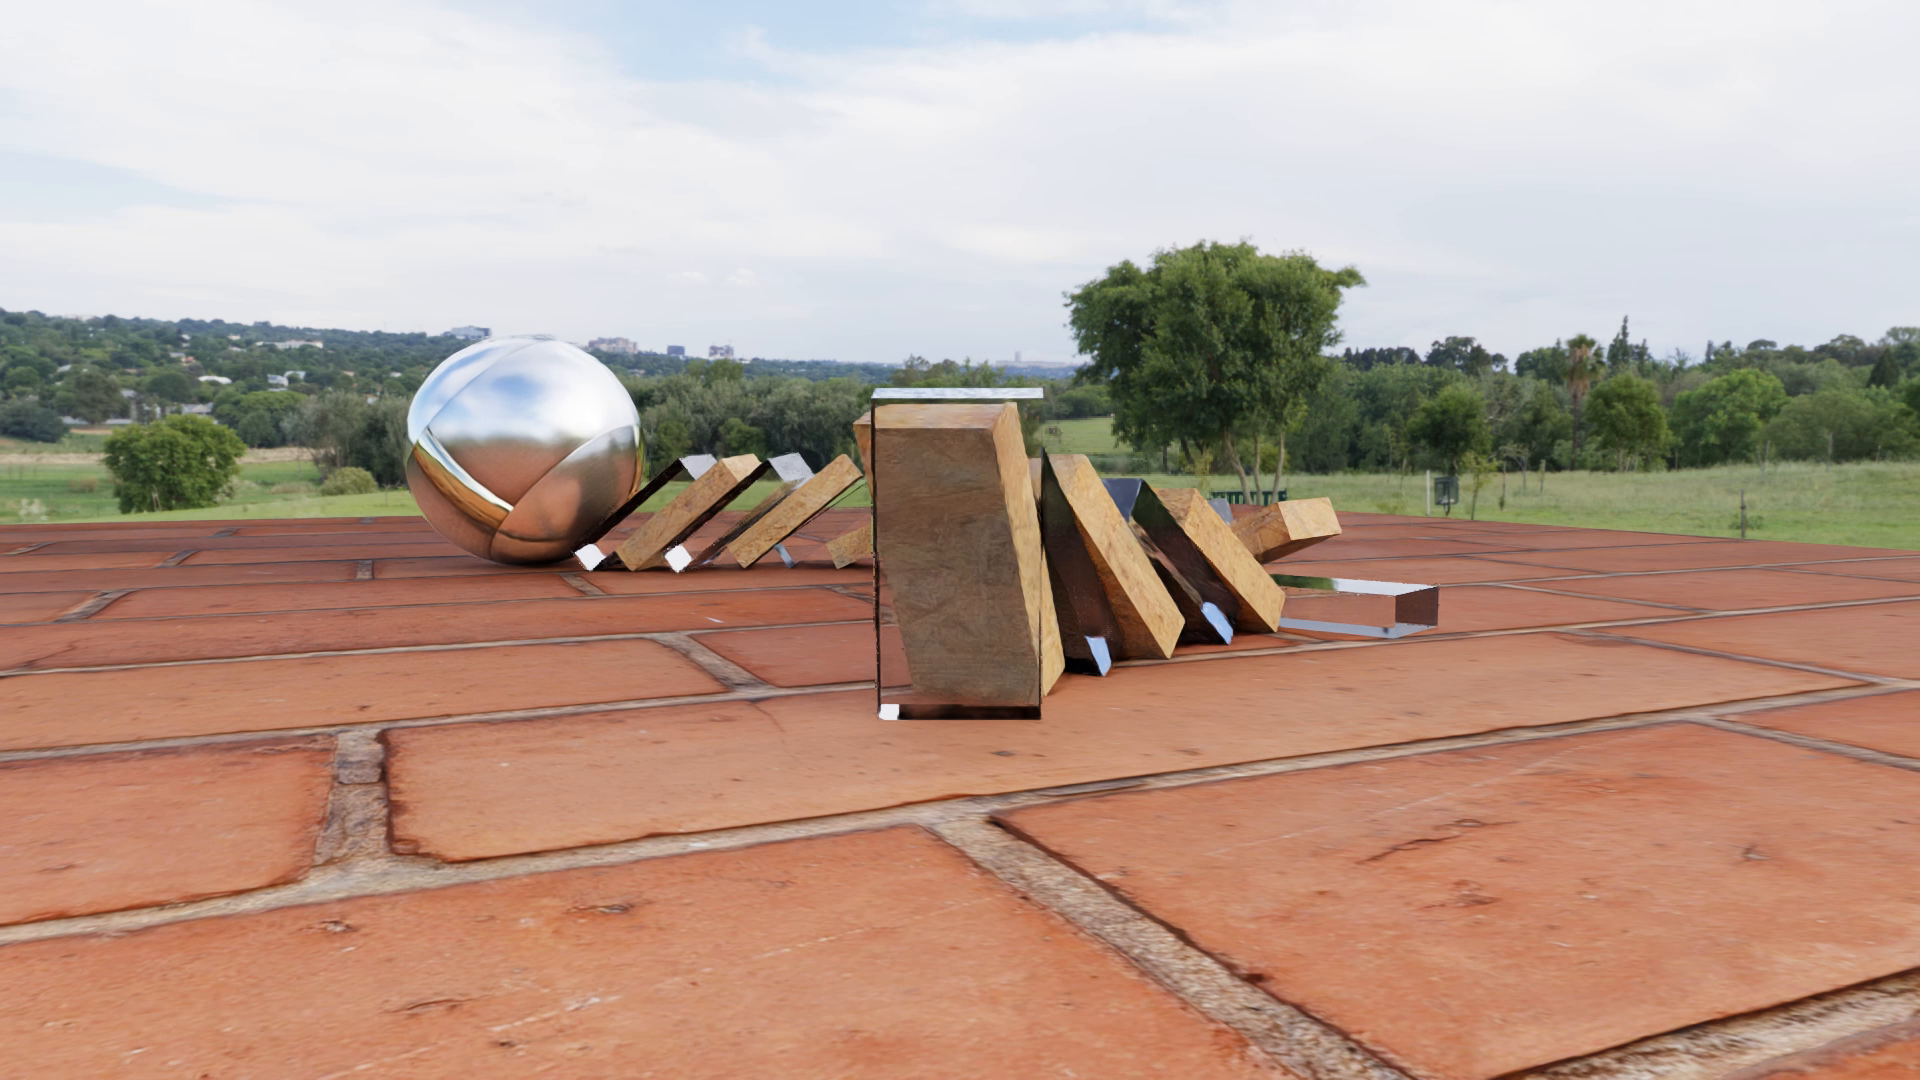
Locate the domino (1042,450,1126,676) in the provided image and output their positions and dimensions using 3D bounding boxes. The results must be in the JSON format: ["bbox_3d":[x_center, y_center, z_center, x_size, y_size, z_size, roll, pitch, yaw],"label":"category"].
[{"bbox_3d":[0.010,0.002,0.232,0.025,0.050,0.009,3,42,39],"label":"domino"}]

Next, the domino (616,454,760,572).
[{"bbox_3d":[-0.089,-0.009,0.430,0.050,0.009,0.025,-38,-3,16],"label":"domino"}]

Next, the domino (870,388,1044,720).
[{"bbox_3d":[0.000,0.002,0.196,0.025,0.050,0.009,0,16,2],"label":"domino"}]

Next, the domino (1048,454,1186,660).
[{"bbox_3d":[0.022,0.004,0.247,0.025,0.010,0.050,3,-37,39],"label":"domino"}]

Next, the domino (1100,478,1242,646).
[{"bbox_3d":[0.036,0.005,0.264,0.025,0.010,0.050,3,-29,39],"label":"domino"}]

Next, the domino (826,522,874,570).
[{"bbox_3d":[-0.020,-0.005,0.445,0.050,0.010,0.025,-24,1,8],"label":"domino"}]

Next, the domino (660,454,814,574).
[{"bbox_3d":[-0.074,-0.009,0.427,0.050,0.010,0.025,-38,-3,18],"label":"domino"}]

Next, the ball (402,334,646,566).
[{"bbox_3d":[-0.150,-0.031,0.445,0.080,0.080,0.080,0,4,0],"label":"ball"}]

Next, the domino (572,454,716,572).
[{"bbox_3d":[-0.105,-0.009,0.434,0.050,0.009,0.025,-38,-3,15],"label":"domino"}]

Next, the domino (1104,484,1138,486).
[{"bbox_3d":[0.030,-0.002,0.385,0.025,0.009,0.050,-2,-22,-37],"label":"domino"}]

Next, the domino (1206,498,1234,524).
[{"bbox_3d":[0.045,0.003,0.339,0.025,0.009,0.050,-4,-17,-43],"label":"domino"}]

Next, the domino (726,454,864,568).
[{"bbox_3d":[-0.056,-0.010,0.442,0.050,0.009,0.025,-39,3,0],"label":"domino"}]

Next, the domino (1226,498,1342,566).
[{"bbox_3d":[0.067,0.003,0.322,0.025,0.009,0.050,-6,-16,-47],"label":"domino"}]

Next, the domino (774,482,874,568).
[{"bbox_3d":[-0.040,-0.009,0.448,0.050,0.009,0.025,-34,3,3],"label":"domino"}]

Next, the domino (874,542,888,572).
[{"bbox_3d":[-0.002,-0.004,0.419,0.050,0.009,0.025,-29,-15,37],"label":"domino"}]

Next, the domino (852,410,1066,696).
[{"bbox_3d":[0.001,0.002,0.215,0.025,0.050,0.009,2,29,28],"label":"domino"}]

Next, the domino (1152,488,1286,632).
[{"bbox_3d":[0.049,0.005,0.281,0.025,0.009,0.050,3,-25,39],"label":"domino"}]

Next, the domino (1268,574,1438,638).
[{"bbox_3d":[0.084,0.015,0.306,0.050,0.009,0.025,4,6,41],"label":"domino"}]
